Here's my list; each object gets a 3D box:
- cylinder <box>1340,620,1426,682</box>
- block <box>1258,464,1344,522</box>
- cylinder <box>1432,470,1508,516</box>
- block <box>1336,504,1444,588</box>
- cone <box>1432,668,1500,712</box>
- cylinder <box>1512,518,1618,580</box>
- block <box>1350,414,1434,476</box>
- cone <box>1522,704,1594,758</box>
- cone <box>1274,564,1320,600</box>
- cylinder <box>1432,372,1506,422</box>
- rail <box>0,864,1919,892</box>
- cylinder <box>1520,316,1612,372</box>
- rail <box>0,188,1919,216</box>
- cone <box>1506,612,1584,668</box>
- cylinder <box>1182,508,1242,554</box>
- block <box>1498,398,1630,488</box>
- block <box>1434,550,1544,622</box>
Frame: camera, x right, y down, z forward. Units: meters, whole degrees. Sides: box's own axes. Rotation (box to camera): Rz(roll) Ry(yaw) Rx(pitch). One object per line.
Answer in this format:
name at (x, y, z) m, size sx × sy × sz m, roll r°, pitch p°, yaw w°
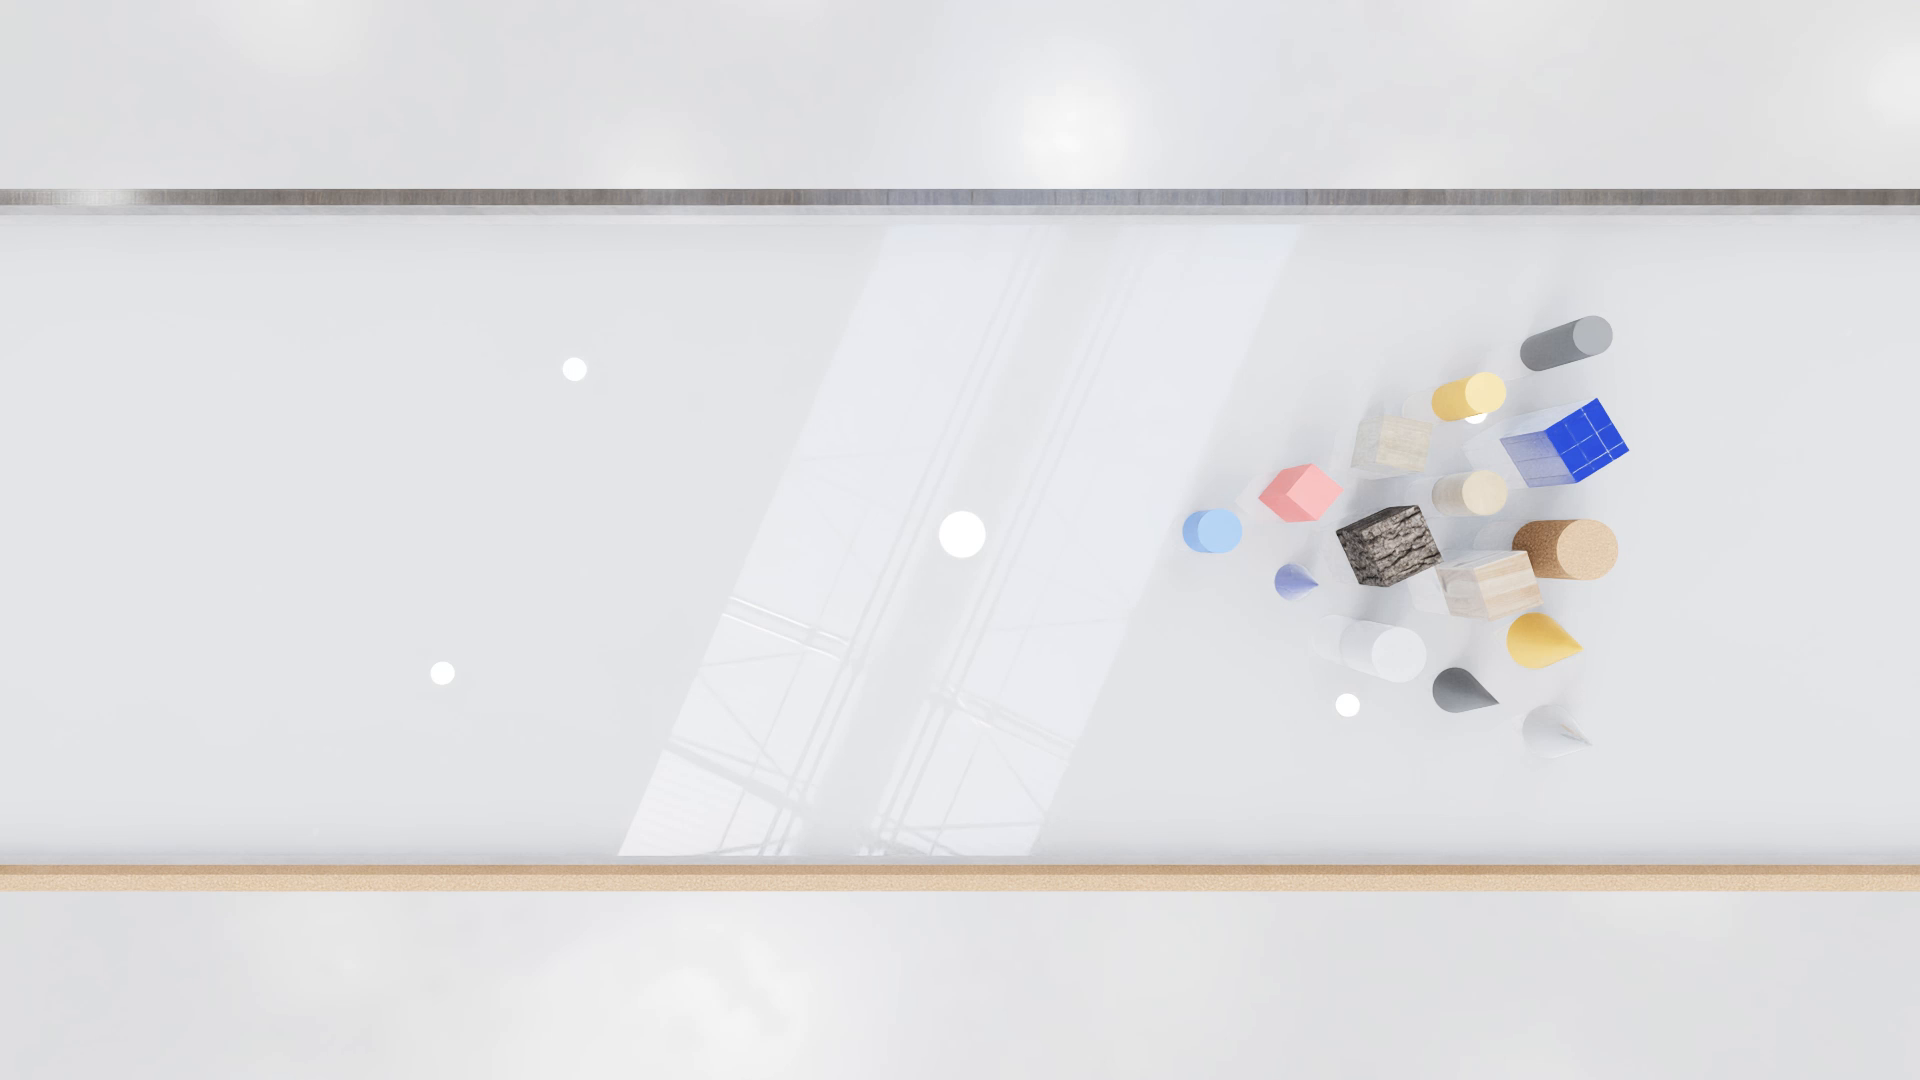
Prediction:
cylinder at (1.245, 0.326, 4.876) m, size 0.156 × 0.401 × 0.156 m, roll 0°, pitch 90°, yaw 0°
block at (0.998, -0.135, 4.856) m, size 0.116 × 0.440 × 0.116 m, roll 40°, pitch 90°, yaw 0°
cylinder at (1.517, -0.137, 4.921) m, size 0.131 × 0.311 × 0.131 m, roll 0°, pitch 90°, yaw 0°
block at (1.274, 0.018, 4.911) m, size 0.180 × 0.331 × 0.180 m, roll -24°, pitch 90°, yaw 0°
cone at (1.524, 0.462, 4.865) m, size 0.141 × 0.423 × 0.141 m, roll 0°, pitch 90°, yaw 0°
cylinder at (1.786, 0.028, 4.885) m, size 0.176 × 0.384 × 0.176 m, roll 0°, pitch 90°, yaw 0°
block at (1.286, -0.280, 4.925) m, size 0.144 × 0.303 × 0.144 m, roll 11°, pitch 90°, yaw 0°
cone at (1.813, 0.589, 4.897) m, size 0.167 × 0.358 × 0.167 m, roll 0°, pitch 90°, yaw 0°
cone at (1.025, 0.129, 4.891) m, size 0.116 × 0.370 × 0.116 m, roll 0°, pitch 90°, yaw 0°
cylinder at (1.510, -0.423, 4.907) m, size 0.117 × 0.340 × 0.117 m, roll 0°, pitch 90°, yaw 0°
rail at (-2.247, 1.025, 5.001) m, size 12.000 × 0.150 × 0.050 m, roll 0°, pitch 90°, yaw 0°
cylinder at (1.780, -0.576, 4.856) m, size 0.113 × 0.440 × 0.113 m, roll 0°, pitch 90°, yaw 0°
rail at (-2.247, -1.025, 5.002) m, size 12.000 × 0.150 × 0.050 m, roll 0°, pitch 90°, yaw 0°
cone at (1.770, 0.310, 4.872) m, size 0.175 × 0.409 × 0.175 m, roll 0°, pitch 90°, yaw 0°
cylinder at (0.749, -0.026, 4.915) m, size 0.130 × 0.324 × 0.130 m, roll 0°, pitch 90°, yaw 0°
block at (1.780, -0.282, 4.879) m, size 0.177 × 0.395 × 0.177 m, roll -32°, pitch 90°, yaw 0°
block at (1.561, 0.131, 4.883) m, size 0.159 × 0.386 × 0.159 m, roll -18°, pitch 90°, yaw 0°
